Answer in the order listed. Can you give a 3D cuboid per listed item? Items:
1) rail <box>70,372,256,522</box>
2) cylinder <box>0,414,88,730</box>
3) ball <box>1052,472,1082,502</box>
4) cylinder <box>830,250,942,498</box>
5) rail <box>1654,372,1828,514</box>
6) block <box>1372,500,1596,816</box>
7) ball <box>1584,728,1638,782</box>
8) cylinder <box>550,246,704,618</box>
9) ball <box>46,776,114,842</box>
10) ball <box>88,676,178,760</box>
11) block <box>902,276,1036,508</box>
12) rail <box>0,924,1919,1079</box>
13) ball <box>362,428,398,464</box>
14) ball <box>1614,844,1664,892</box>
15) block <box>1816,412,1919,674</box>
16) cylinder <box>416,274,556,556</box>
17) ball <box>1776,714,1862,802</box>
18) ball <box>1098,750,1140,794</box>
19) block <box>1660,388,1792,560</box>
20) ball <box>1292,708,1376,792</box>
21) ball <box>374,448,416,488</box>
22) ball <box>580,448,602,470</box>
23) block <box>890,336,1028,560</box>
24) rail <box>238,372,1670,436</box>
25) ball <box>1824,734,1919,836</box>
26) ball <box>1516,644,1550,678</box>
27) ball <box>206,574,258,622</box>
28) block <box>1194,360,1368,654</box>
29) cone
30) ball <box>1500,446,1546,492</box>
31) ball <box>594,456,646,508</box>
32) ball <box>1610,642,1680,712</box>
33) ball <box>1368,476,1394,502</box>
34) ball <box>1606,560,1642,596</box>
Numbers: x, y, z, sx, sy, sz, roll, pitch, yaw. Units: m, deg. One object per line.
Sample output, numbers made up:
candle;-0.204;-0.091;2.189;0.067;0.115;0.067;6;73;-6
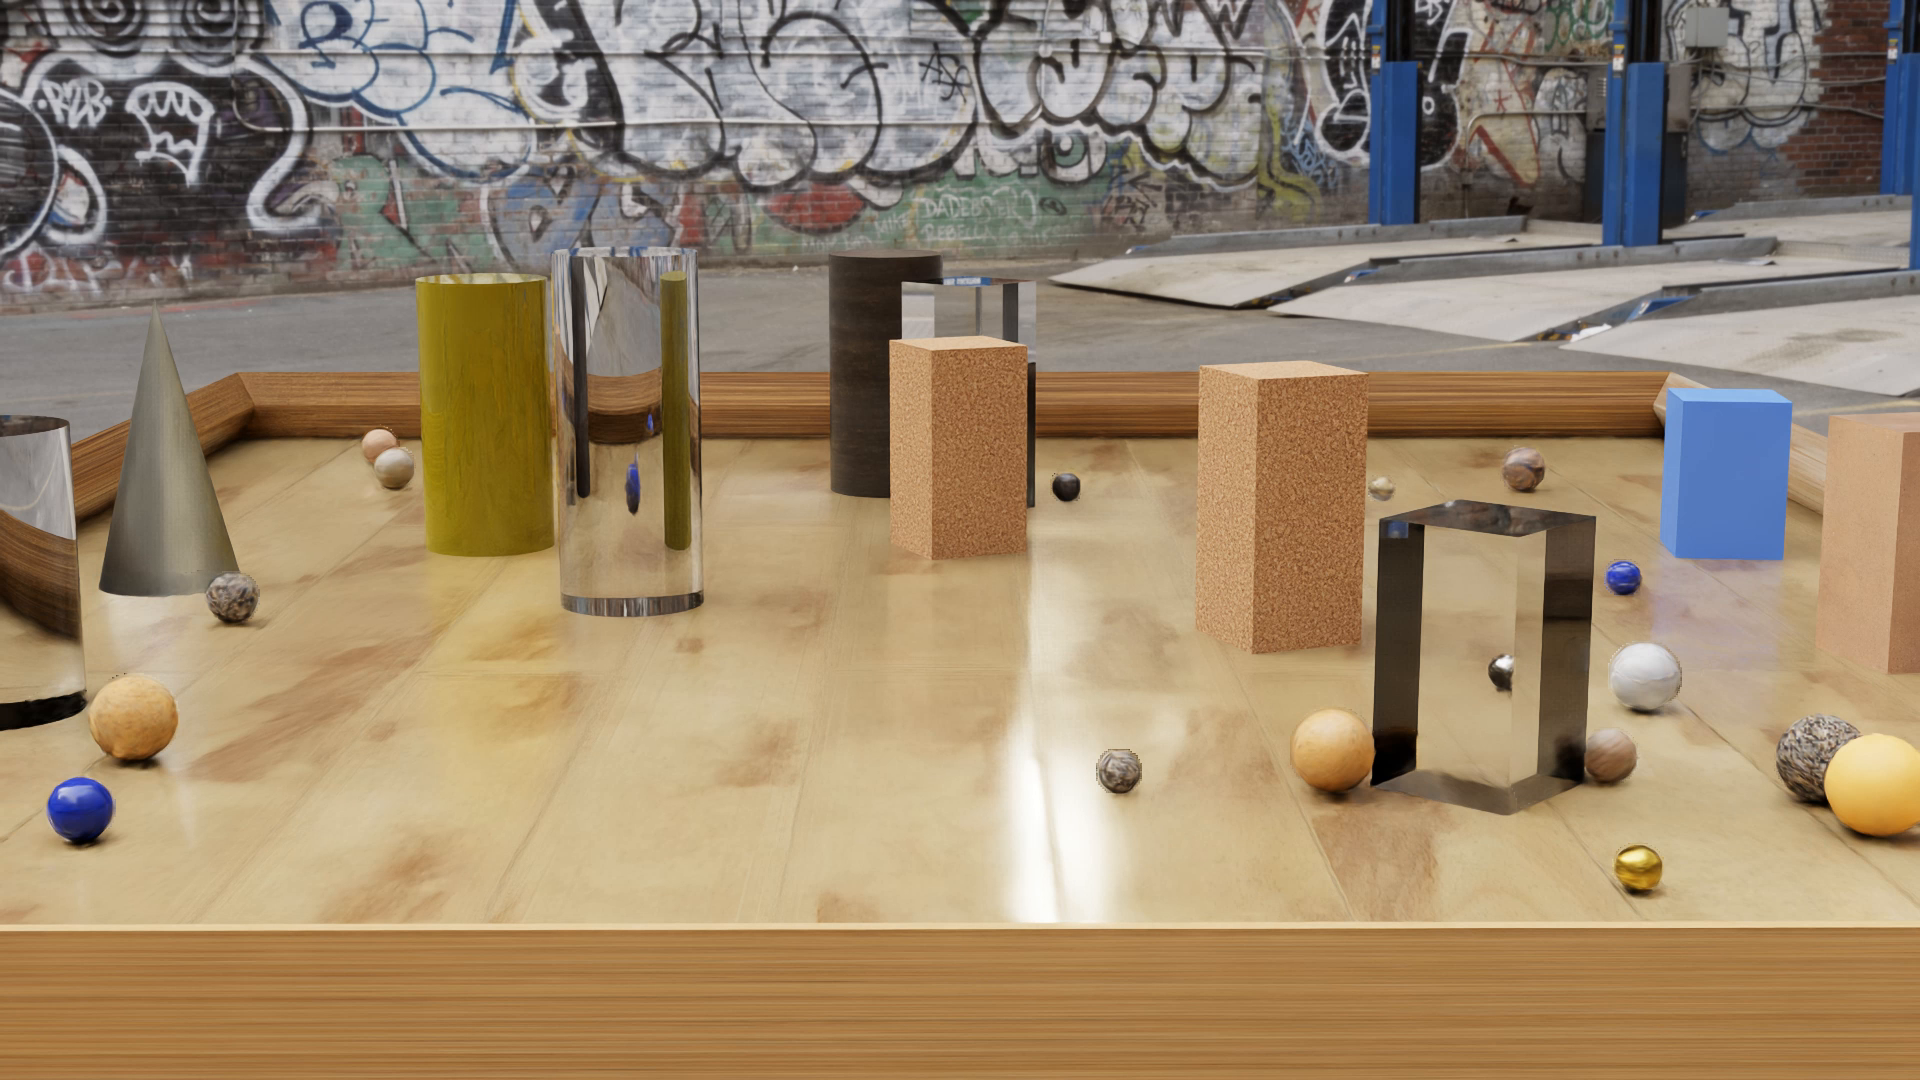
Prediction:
rail;-1.393;0.034;3.441;0.045;0.127;3.310;0;11;0
cylinder;-1.099;0.034;2.899;0.196;0.327;0.196;0;11;0
ball;0.180;-0.089;4.325;0.049;0.049;0.049;0;11;0
cylinder;-0.127;-0.290;4.424;0.196;0.408;0.196;0;11;0
rail;1.393;0.031;3.457;0.045;0.127;3.310;0;11;0
block;0.530;0.114;2.601;0.157;0.278;0.157;9;14;40
ball;0.667;0.221;2.634;0.055;0.055;0.055;0;11;0
cylinder;-0.449;-0.150;3.476;0.196;0.479;0.196;0;11;0
ball;-0.835;0.255;2.435;0.061;0.061;0.061;0;11;0
ball;-0.875;0.189;2.716;0.090;0.090;0.090;0;11;0
block;0.015;-0.239;4.234;0.157;0.376;0.157;9;14;39
rail;0.009;0.330;1.845;2.833;0.127;0.045;0;11;0
ball;-1.069;-0.172;4.724;0.066;0.066;0.066;0;11;0
ball;0.605;0.293;2.286;0.042;0.042;0.042;0;11;0
block;1.178;0.000;3.168;0.157;0.295;0.157;-3;11;-14
cylinder;-0.721;-0.193;3.902;0.196;0.408;0.196;0;11;0
ball;0.861;0.218;2.562;0.088;0.088;0.088;0;11;0
ball;0.161;0.235;2.596;0.043;0.043;0.043;0;11;0
block;1.156;-0.102;3.880;0.157;0.236;0.157;1;11;7
ball;0.377;0.213;2.593;0.084;0.084;0.084;0;11;0
ball;-0.983;-0.125;4.460;0.070;0.070;0.070;0;11;0
ball;-0.670;-0.148;4.662;0.042;0.042;0.042;0;11;0
block;-0.003;-0.143;3.891;0.157;0.313;0.157;-5;12;-24
rail;-0.009;-0.265;5.053;2.833;0.127;0.045;0;11;0
ball;0.877;0.234;2.449;0.098;0.098;0.098;0;11;0
ball;0.689;0.146;3.083;0.041;0.041;0.041;0;11;0
ball;-0.961;0.077;3.388;0.065;0.065;0.065;0;11;0
block;0.409;-0.046;3.278;0.157;0.346;0.157;-4;11;-22
cone;-1.123;-0.139;3.614;0.196;0.407;0.196;0;11;0
ball;0.973;-0.123;4.431;0.076;0.076;0.076;0;11;0
ball;-0.563;-0.096;4.259;0.086;0.086;0.086;0;11;0
ball;0.780;0.156;2.924;0.078;0.078;0.078;0;11;0
ball;0.710;-0.086;4.324;0.043;0.043;0.043;0;11;0
ball;0.922;0.053;3.564;0.048;0.048;0.048;0;11;0
